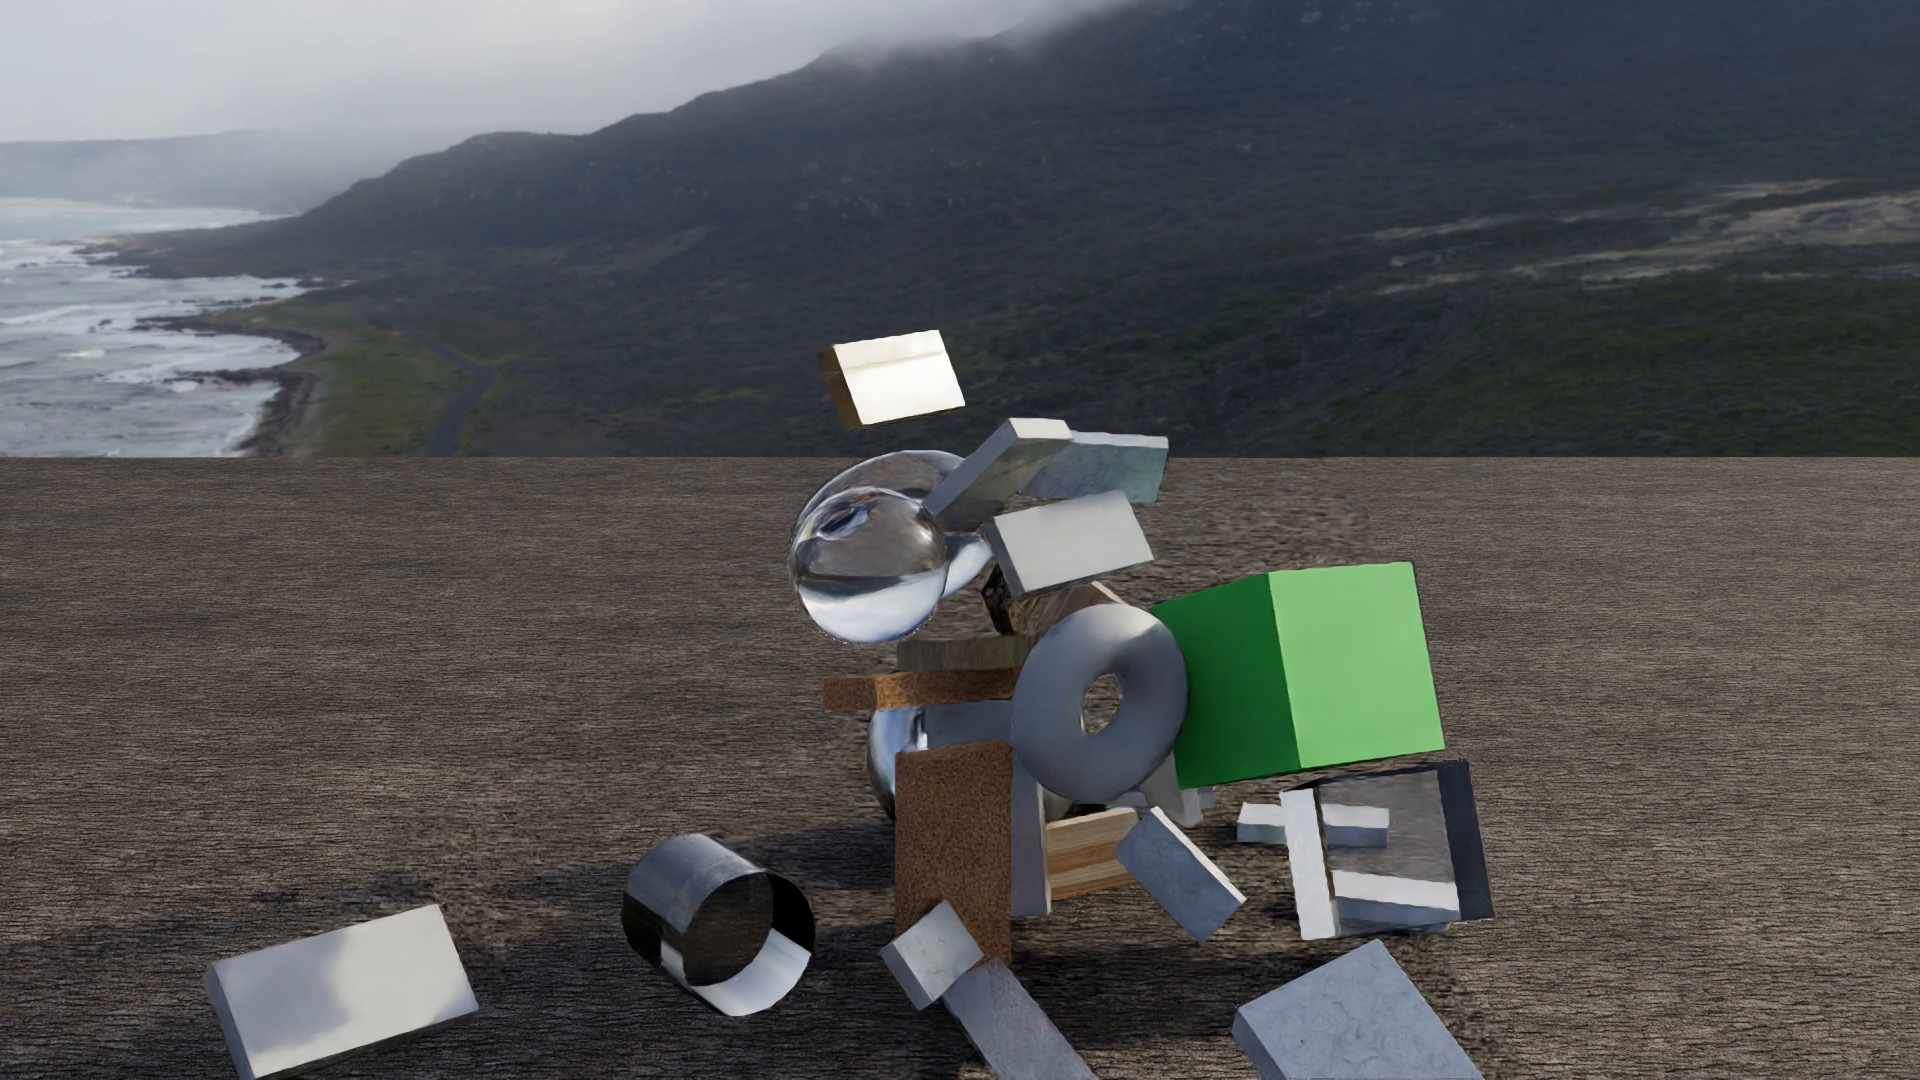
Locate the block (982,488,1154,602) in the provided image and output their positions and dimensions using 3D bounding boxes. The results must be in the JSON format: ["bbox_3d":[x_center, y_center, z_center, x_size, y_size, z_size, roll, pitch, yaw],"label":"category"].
[{"bbox_3d":[0.166,0.005,3.344,0.249,0.125,0.035,-13,-17,-33],"label":"block"}]

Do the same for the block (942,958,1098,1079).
[{"bbox_3d":[0.080,0.672,2.922,0.100,0.028,0.596,-24,10,-9],"label":"block"}]

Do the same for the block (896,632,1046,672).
[{"bbox_3d":[0.139,0.177,3.607,0.455,0.048,0.168,-3,-2,-26],"label":"block"}]

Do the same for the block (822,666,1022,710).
[{"bbox_3d":[-0.028,0.236,3.550,0.347,0.049,0.173,-3,-2,-32],"label":"block"}]

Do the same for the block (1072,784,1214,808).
[{"bbox_3d":[0.323,0.468,4.144,0.299,0.042,0.149,1,2,3],"label":"block"}]

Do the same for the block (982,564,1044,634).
[{"bbox_3d":[0.102,0.064,3.638,0.042,0.149,0.299,27,-10,11],"label":"block"}]

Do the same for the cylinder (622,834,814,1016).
[{"bbox_3d":[-0.358,0.563,3.237,0.212,0.212,0.212,-7,12,-32],"label":"cylinder"}]

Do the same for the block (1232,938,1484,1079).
[{"bbox_3d":[0.421,0.553,2.078,0.168,0.048,0.336,-21,53,-20],"label":"block"}]

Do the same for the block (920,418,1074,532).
[{"bbox_3d":[0.047,-0.096,3.338,0.125,0.035,0.249,-1,-33,-47],"label":"block"}]

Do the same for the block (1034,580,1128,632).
[{"bbox_3d":[0.152,0.282,4.054,0.042,0.454,0.149,17,15,-43],"label":"block"}]

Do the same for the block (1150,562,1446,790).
[{"bbox_3d":[0.508,0.207,3.333,0.284,0.284,0.284,-3,-10,-33],"label":"block"}]

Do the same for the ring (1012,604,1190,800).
[{"bbox_3d":[0.208,0.240,3.237,0.301,0.301,0.100,-7,17,-32],"label":"ring"}]

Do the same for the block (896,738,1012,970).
[{"bbox_3d":[-0.009,0.482,3.299,0.173,0.346,0.049,-6,13,-31],"label":"block"}]

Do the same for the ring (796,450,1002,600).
[{"bbox_3d":[-0.110,-0.008,3.926,0.391,0.391,0.130,-5,51,-23],"label":"ring"}]

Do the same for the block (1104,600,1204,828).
[{"bbox_3d":[0.306,0.281,3.523,0.031,0.379,0.109,-28,27,-25],"label":"block"}]

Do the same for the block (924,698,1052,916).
[{"bbox_3d":[0.045,0.429,3.531,0.173,0.346,0.049,-4,1,11],"label":"block"}]

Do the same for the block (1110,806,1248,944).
[{"bbox_3d":[0.342,0.525,3.449,0.201,0.100,0.028,46,24,12],"label":"block"}]

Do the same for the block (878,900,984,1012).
[{"bbox_3d":[-0.040,0.594,3.159,0.028,0.100,0.201,-37,-6,23],"label":"block"}]

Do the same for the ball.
[{"bbox_3d":[-0.133,0.037,3.227,0.233,0.233,0.233,0,11,0],"label":"ball"}]

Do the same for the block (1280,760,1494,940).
[{"bbox_3d":[0.642,0.475,3.338,0.231,0.231,0.231,-6,-11,-7],"label":"block"}]

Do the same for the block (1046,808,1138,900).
[{"bbox_3d":[0.192,0.528,3.666,0.242,0.121,0.034,-7,7,-32],"label":"block"}]

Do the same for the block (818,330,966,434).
[{"bbox_3d":[-0.100,-0.240,3.306,0.035,0.125,0.249,-24,-5,38],"label":"block"}]

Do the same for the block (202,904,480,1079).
[{"bbox_3d":[-0.849,0.626,3.035,0.336,0.168,0.048,-10,-25,-42],"label":"block"}]

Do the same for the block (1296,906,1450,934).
[{"bbox_3d":[0.679,0.589,3.581,0.242,0.034,0.121,4,11,20],"label":"block"}]

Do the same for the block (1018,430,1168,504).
[{"bbox_3d":[0.206,-0.114,3.422,0.218,0.109,0.031,3,39,-9],"label":"block"}]

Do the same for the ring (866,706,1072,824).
[{"bbox_3d":[0.031,0.370,3.916,0.401,0.401,0.134,2,-28,8],"label":"ring"}]

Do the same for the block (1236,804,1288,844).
[{"bbox_3d":[0.627,0.517,3.969,0.242,0.034,0.121,2,11,12],"label":"block"}]

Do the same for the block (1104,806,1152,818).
[{"bbox_3d":[0.325,0.503,4.078,0.106,0.015,0.053,2,8,-8],"label":"block"}]
